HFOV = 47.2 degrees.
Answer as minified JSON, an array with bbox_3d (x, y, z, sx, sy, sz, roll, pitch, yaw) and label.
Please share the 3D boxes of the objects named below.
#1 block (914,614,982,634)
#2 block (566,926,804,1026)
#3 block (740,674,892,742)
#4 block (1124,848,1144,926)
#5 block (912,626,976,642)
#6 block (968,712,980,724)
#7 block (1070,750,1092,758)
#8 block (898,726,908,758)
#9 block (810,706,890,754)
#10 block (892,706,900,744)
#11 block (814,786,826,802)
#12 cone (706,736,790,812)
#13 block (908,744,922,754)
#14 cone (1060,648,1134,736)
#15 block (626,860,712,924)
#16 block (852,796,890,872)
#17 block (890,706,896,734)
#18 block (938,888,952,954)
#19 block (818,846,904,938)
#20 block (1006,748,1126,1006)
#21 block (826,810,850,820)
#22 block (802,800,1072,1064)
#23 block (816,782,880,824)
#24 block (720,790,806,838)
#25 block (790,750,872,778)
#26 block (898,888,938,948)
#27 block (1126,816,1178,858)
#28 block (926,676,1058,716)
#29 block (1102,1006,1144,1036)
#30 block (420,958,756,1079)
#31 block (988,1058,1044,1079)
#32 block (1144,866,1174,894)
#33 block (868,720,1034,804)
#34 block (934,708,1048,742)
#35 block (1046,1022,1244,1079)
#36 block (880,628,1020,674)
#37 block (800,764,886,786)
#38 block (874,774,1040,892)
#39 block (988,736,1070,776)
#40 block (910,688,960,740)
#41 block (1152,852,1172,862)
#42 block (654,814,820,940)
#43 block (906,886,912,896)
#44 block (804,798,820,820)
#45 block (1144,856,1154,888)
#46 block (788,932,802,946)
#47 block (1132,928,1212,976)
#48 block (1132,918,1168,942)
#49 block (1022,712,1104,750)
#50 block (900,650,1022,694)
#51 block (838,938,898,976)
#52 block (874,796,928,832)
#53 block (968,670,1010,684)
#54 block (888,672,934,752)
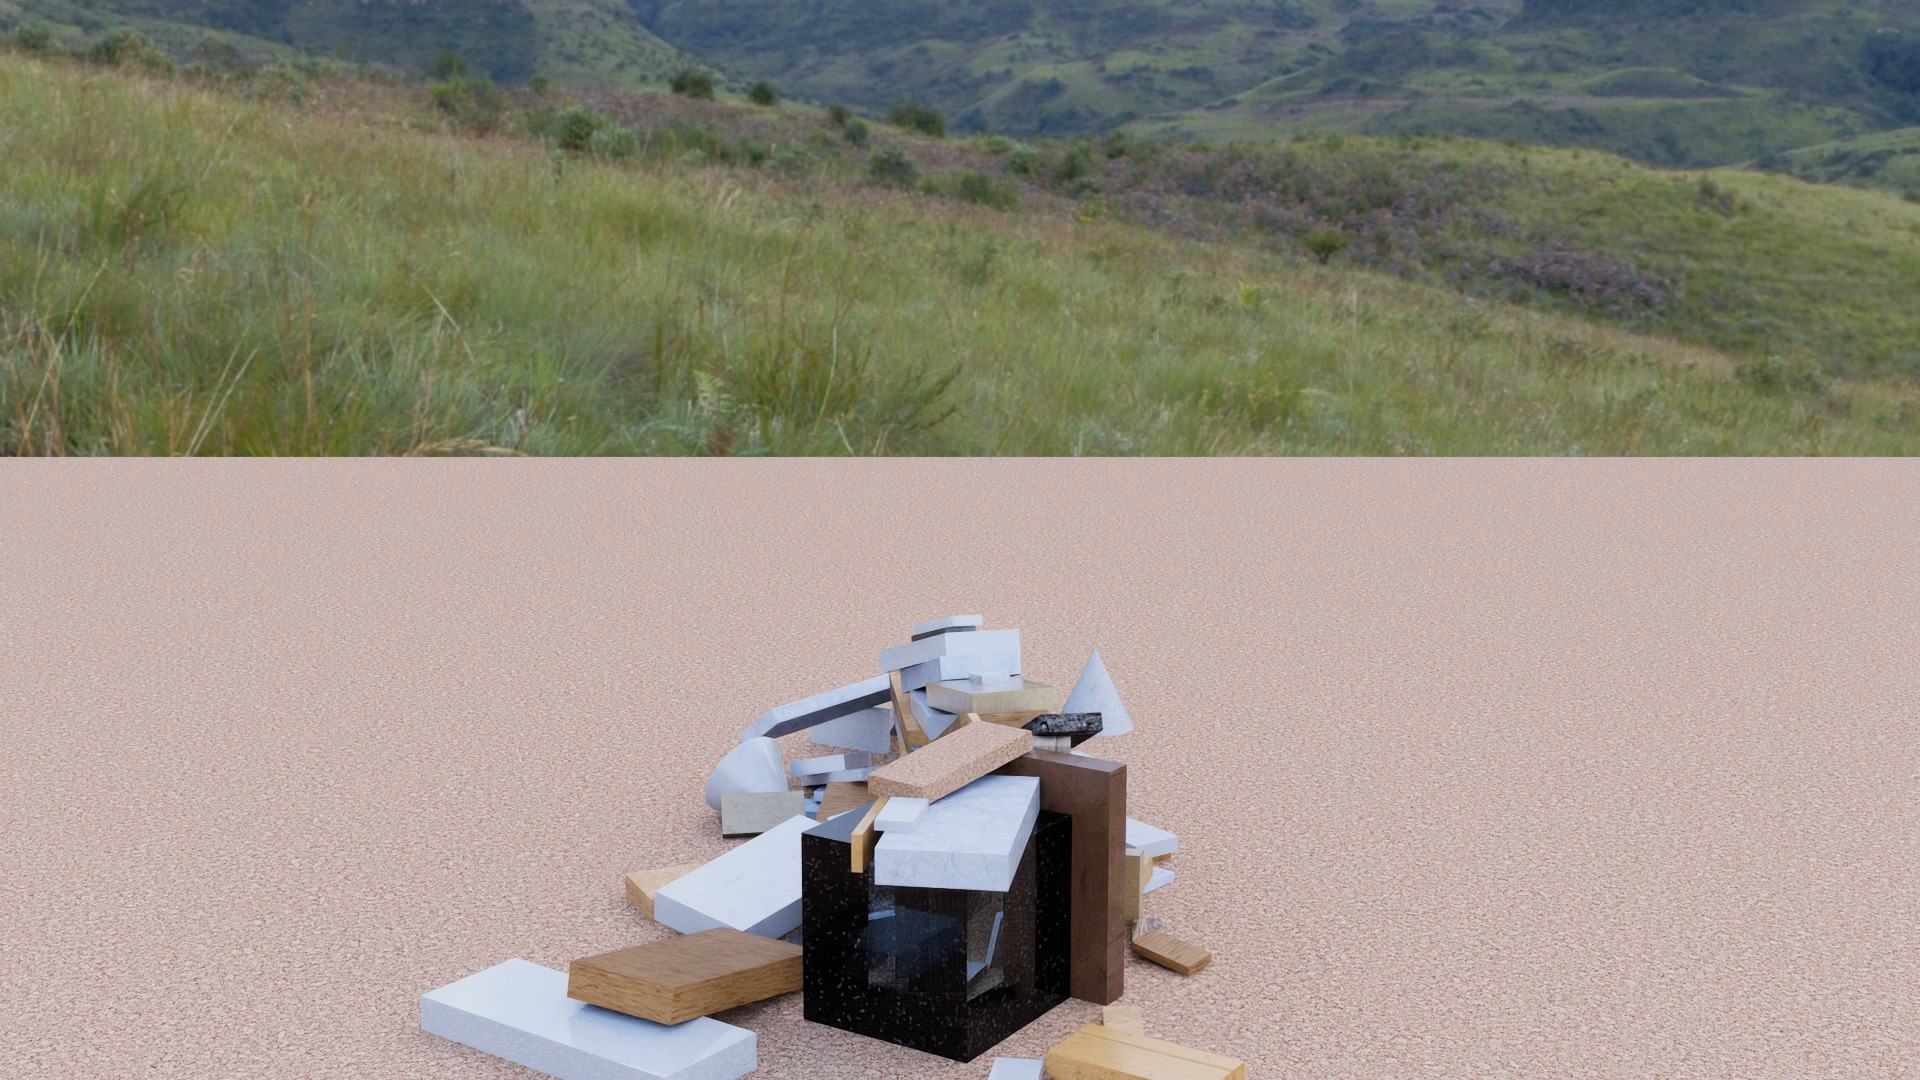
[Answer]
[{"bbox_3d":[-0.021,0.153,3.968,0.063,0.018,0.130,-1,-9,-33],"label":"block"},{"bbox_3d":[-0.378,0.623,3.167,0.180,0.051,0.359,7,2,30],"label":"block"},{"bbox_3d":[-0.160,0.305,4.474,0.105,0.030,0.739,-38,-15,36],"label":"block"},{"bbox_3d":[0.176,0.552,3.551,0.237,0.118,0.034,3,11,15],"label":"block"},{"bbox_3d":[-0.030,0.173,3.977,0.063,0.018,0.126,-1,-8,-31],"label":"block"},{"bbox_3d":[0.028,0.305,3.393,0.014,0.049,0.098,-3,13,-11],"label":"block"},{"bbox_3d":[0.182,0.451,4.346,0.179,0.025,0.090,-6,12,-28],"label":"block"},{"bbox_3d":[-0.018,0.445,3.959,0.176,0.050,0.353,-3,31,-1],"label":"block"},{"bbox_3d":[-0.227,0.383,4.536,0.179,0.090,0.025,6,12,29],"label":"block"},{"bbox_3d":[-0.018,0.402,4.130,0.176,0.050,0.353,-7,31,-6],"label":"block"},{"bbox_3d":[-0.237,0.478,4.146,0.063,0.018,0.126,3,-1,3],"label":"block"},{"bbox_3d":[-0.348,0.482,4.042,0.171,0.171,0.171,-11,42,-45],"label":"cone"},{"bbox_3d":[0.000,0.474,3.455,0.152,0.304,0.043,2,18,9],"label":"block"},{"bbox_3d":[0.288,0.313,4.691,0.170,0.170,0.170,0,11,0],"label":"cone"},{"bbox_3d":[-0.365,0.570,3.664,0.356,0.040,0.141,-5,12,-25],"label":"block"},{"bbox_3d":[-0.108,0.389,3.078,0.015,0.053,0.311,2,11,11],"label":"block"},{"bbox_3d":[-0.034,0.294,4.430,0.144,0.041,0.506,-3,-21,-13],"label":"block"},{"bbox_3d":[0.045,0.488,3.385,0.152,0.304,0.043,1,11,3],"label":"block"},{"bbox_3d":[-0.119,0.518,3.555,0.040,0.141,0.283,27,29,22],"label":"block"},{"bbox_3d":[0.154,0.492,3.233,0.176,0.353,0.050,7,13,33],"label":"block"},{"bbox_3d":[-0.145,0.524,3.769,0.097,0.027,0.194,-14,31,-22],"label":"block"},{"bbox_3d":[-0.031,0.542,3.164,0.279,0.279,0.279,7,13,33],"label":"block"},{"bbox_3d":[-0.184,0.506,3.937,0.141,0.040,0.283,1,16,4],"label":"block"},{"bbox_3d":[-0.356,0.496,3.978,0.150,0.075,0.021,-2,-26,-9],"label":"block"},{"bbox_3d":[-0.247,0.431,4.242,0.105,0.030,0.211,-9,-5,11],"label":"block"},{"bbox_3d":[-0.064,0.587,3.420,0.049,0.098,0.014,-6,33,-28],"label":"block"},{"bbox_3d":[0.284,0.521,3.890,0.097,0.027,0.193,-8,13,-35],"label":"block"},{"bbox_3d":[0.050,0.261,3.671,0.143,0.040,0.285,-4,1,-16],"label":"block"},{"bbox_3d":[0.230,0.687,3.103,0.055,0.016,0.111,0,11,2],"label":"block"},{"bbox_3d":[-0.519,0.680,3.045,0.470,0.051,0.180,8,13,35],"label":"block"},{"bbox_3d":[0.051,0.742,2.799,0.065,0.018,0.360,2,11,9],"label":"block"},{"bbox_3d":[0.307,0.575,3.709,0.054,0.015,0.108,9,14,41],"label":"block"},{"bbox_3d":[-0.012,0.319,3.167,0.101,0.029,0.257,8,19,37],"label":"block"},{"bbox_3d":[0.031,0.349,3.703,0.143,0.040,0.488,-4,-13,-11],"label":"block"},{"bbox_3d":[0.248,0.708,2.944,0.237,0.034,0.118,7,12,32],"label":"block"},{"bbox_3d":[-0.021,0.201,3.969,0.144,0.041,0.289,-2,-8,-26],"label":"block"},{"bbox_3d":[-0.211,0.445,4.158,0.075,0.021,0.294,-5,-5,-27],"label":"block"},{"bbox_3d":[0.002,0.398,3.039,0.176,0.050,0.353,2,11,9],"label":"block"},{"bbox_3d":[0.078,0.473,3.331,0.176,0.353,0.050,1,12,3],"label":"block"},{"bbox_3d":[-0.001,0.299,3.856,0.143,0.040,0.285,-5,6,-7],"label":"block"},{"bbox_3d":[0.320,0.545,3.872,0.048,0.014,0.095,-10,14,-42],"label":"block"},{"bbox_3d":[-0.304,0.555,3.552,0.180,0.051,0.359,18,24,31],"label":"block"},{"bbox_3d":[0.070,0.525,3.508,0.304,0.152,0.043,8,20,9],"label":"block"},{"bbox_3d":[-0.231,0.504,4.072,0.150,0.021,0.075,2,11,13],"label":"block"},{"bbox_3d":[0.194,0.561,3.677,0.237,0.034,0.118,-2,9,17],"label":"block"},{"bbox_3d":[-0.244,0.632,3.407,0.049,0.014,0.098,0,11,2],"label":"block"},{"bbox_3d":[0.322,0.630,3.360,0.111,0.016,0.055,17,27,40],"label":"block"},{"bbox_3d":[0.298,0.622,3.456,0.055,0.016,0.111,1,11,4],"label":"block"},{"bbox_3d":[0.087,0.357,3.585,0.097,0.027,0.598,-1,-16,-17],"label":"block"},{"bbox_3d":[-0.002,0.238,3.948,0.144,0.041,0.289,-4,-7,-16],"label":"block"},{"bbox_3d":[-0.139,0.638,3.368,0.053,0.015,0.105,4,11,22],"label":"block"},{"bbox_3d":[-0.079,0.373,2.993,0.053,0.015,0.105,2,11,11],"label":"block"},{"bbox_3d":[0.049,0.233,3.732,0.048,0.014,0.095,-4,1,-13],"label":"block"},{"bbox_3d":[-0.027,0.313,4.078,0.176,0.050,0.353,-5,14,-6],"label":"block"}]
